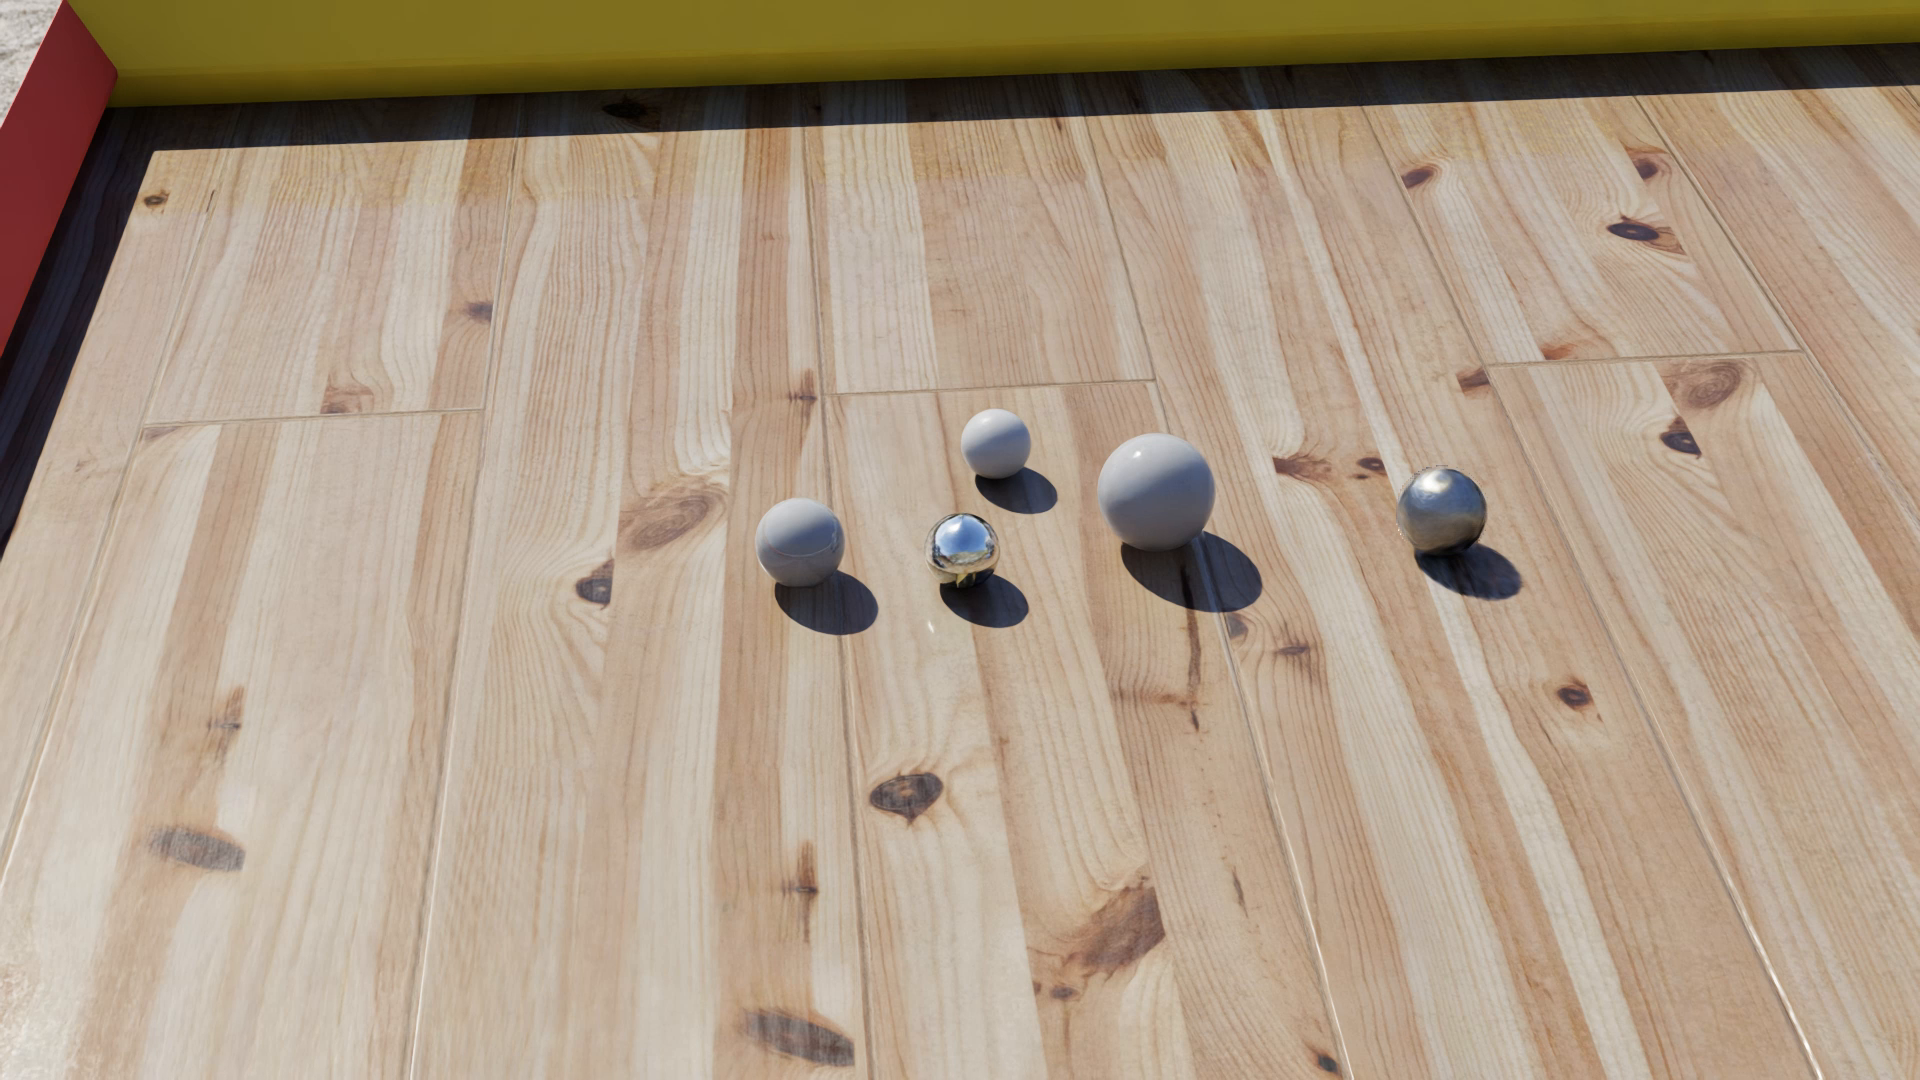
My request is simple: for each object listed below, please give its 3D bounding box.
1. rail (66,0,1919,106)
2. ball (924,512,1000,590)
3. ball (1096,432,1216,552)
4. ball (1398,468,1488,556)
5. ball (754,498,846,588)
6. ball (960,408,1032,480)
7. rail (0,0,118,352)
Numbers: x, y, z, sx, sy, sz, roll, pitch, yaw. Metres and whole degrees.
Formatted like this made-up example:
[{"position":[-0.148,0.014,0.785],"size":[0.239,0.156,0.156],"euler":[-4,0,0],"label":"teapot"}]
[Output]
[{"position":[0.659,-0.487,2.345],"size":[2.891,0.105,0.045],"euler":[-3,36,-4],"label":"rail"},{"position":[0.001,0.007,1.708],"size":[0.051,0.051,0.051],"euler":[0,36,0],"label":"ball"},{"position":[0.133,-0.032,1.738],"size":[0.081,0.081,0.081],"euler":[0,36,0],"label":"ball"},{"position":[0.327,-0.019,1.737],"size":[0.060,0.060,0.060],"euler":[0,36,0],"label":"ball"},{"position":[-0.106,0.002,1.707],"size":[0.061,0.061,0.061],"euler":[0,36,0],"label":"ball"},{"position":[0.025,-0.068,1.813],"size":[0.050,0.050,0.050],"euler":[0,36,0],"label":"ball"},{"position":[-0.697,0.015,1.650],"size":[0.045,0.105,1.533],"euler":[-3,36,-4],"label":"rail"}]
